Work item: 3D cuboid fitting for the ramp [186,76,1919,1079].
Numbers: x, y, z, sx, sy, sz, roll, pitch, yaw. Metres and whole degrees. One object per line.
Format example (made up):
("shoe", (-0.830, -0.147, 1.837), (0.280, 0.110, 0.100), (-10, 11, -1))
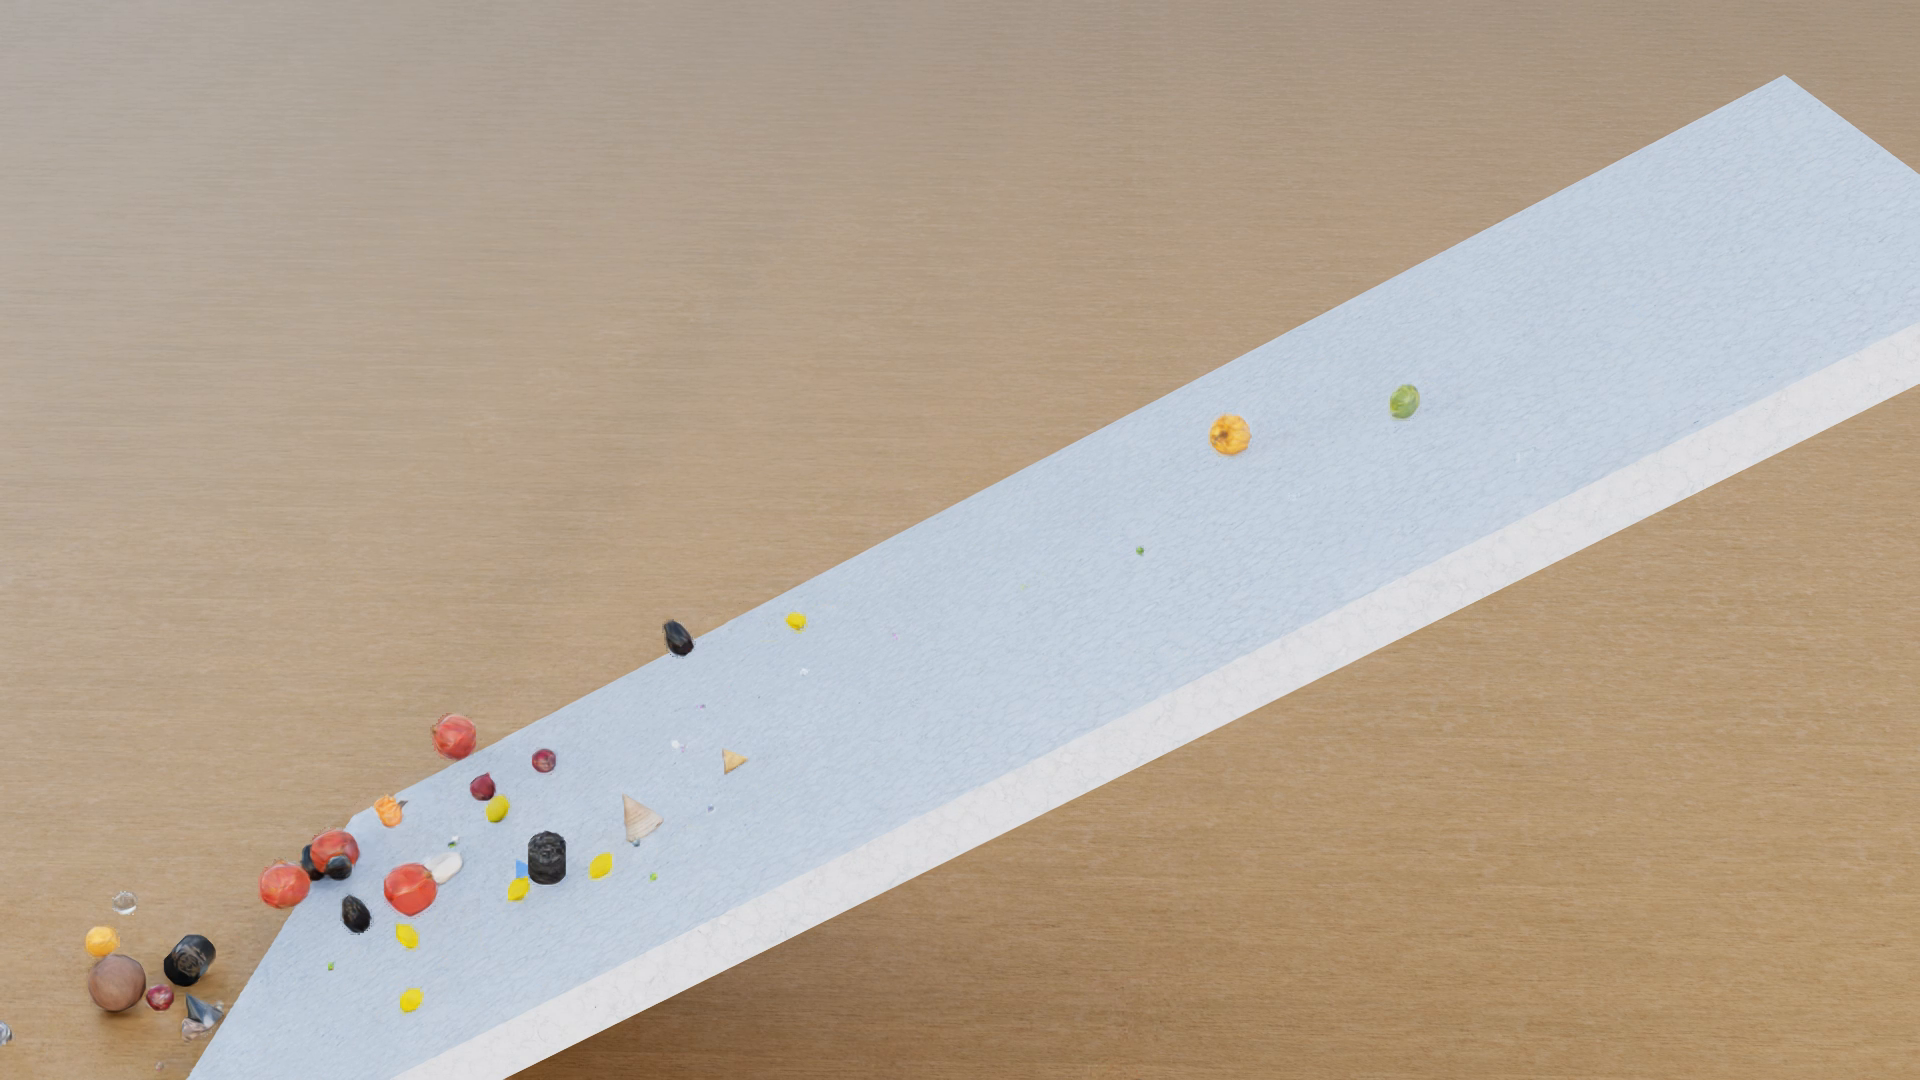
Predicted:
("ramp", (0.142, 0.167, 6.283), (4.000, 0.100, 2.000), (-27, 14, 11))

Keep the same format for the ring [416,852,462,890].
("ring", (-1.176, 0.746, 6.638), (0.118, 0.039, 0.118), (-27, 15, 8))

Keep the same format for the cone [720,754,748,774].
("cone", (-0.471, 0.466, 6.222), (0.056, 0.056, 0.056), (-27, 25, -12))

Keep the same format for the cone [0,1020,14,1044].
("cone", (-2.128, 1.107, 6.564), (0.061, 0.061, 0.061), (9, -17, 26))

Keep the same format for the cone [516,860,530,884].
("cone", (-0.919, 0.708, 6.284), (0.054, 0.054, 0.054), (-3, 18, -1))

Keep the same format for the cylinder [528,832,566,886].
("cylinder", (-0.855, 0.660, 6.093), (0.080, 0.080, 0.080), (4, 47, -4))

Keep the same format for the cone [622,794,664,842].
("cone", (-0.682, 0.567, 6.154), (0.094, 0.094, 0.094), (-28, 14, 8))

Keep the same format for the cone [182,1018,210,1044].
("cone", (-1.686, 1.084, 6.517), (0.058, 0.058, 0.058), (-5, 18, 4))

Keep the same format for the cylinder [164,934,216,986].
("cylinder", (-1.808, 0.986, 6.905), (0.091, 0.091, 0.091), (3, 20, 8))

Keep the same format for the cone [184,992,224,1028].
("cone", (-1.708, 1.045, 6.574), (0.088, 0.088, 0.088), (-29, 14, 8))

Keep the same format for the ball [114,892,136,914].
("ball", (-2.058, 0.896, 7.250), (0.055, 0.055, 0.055), (0, 18, 0))
